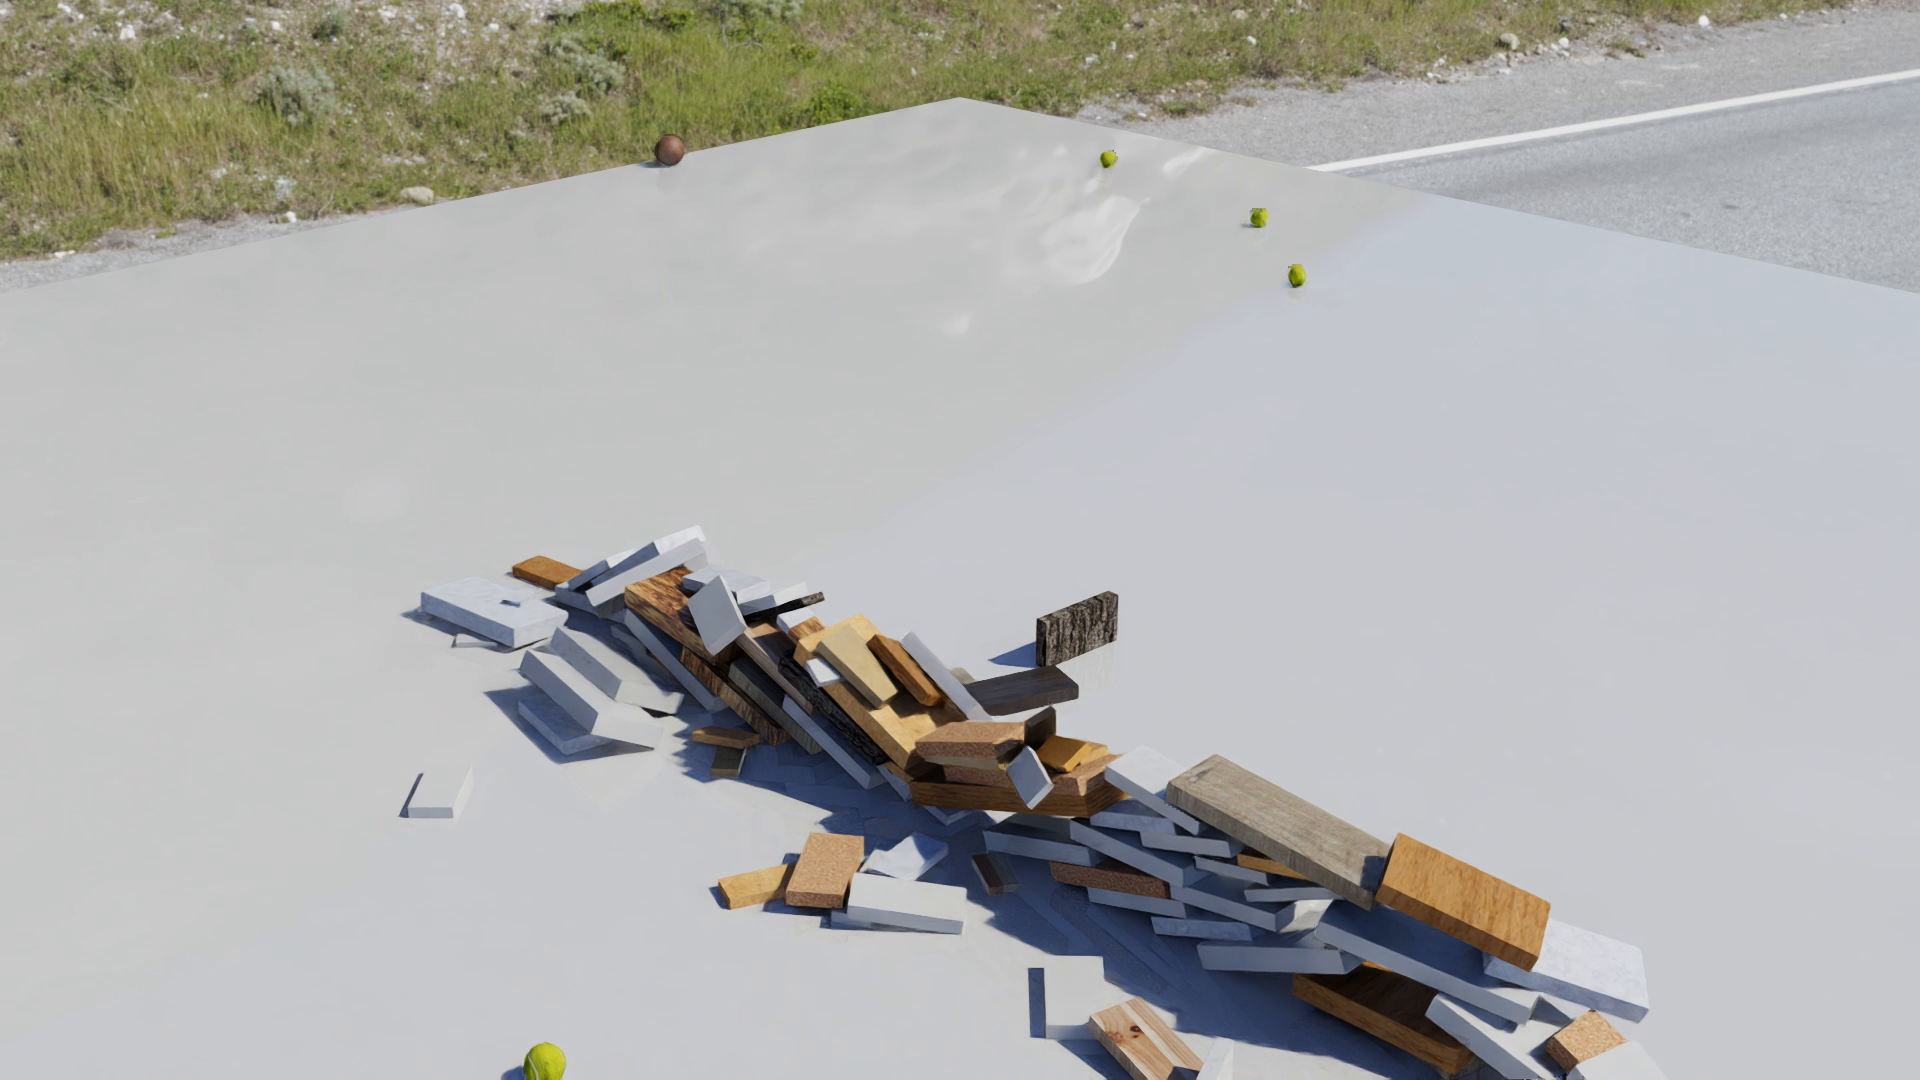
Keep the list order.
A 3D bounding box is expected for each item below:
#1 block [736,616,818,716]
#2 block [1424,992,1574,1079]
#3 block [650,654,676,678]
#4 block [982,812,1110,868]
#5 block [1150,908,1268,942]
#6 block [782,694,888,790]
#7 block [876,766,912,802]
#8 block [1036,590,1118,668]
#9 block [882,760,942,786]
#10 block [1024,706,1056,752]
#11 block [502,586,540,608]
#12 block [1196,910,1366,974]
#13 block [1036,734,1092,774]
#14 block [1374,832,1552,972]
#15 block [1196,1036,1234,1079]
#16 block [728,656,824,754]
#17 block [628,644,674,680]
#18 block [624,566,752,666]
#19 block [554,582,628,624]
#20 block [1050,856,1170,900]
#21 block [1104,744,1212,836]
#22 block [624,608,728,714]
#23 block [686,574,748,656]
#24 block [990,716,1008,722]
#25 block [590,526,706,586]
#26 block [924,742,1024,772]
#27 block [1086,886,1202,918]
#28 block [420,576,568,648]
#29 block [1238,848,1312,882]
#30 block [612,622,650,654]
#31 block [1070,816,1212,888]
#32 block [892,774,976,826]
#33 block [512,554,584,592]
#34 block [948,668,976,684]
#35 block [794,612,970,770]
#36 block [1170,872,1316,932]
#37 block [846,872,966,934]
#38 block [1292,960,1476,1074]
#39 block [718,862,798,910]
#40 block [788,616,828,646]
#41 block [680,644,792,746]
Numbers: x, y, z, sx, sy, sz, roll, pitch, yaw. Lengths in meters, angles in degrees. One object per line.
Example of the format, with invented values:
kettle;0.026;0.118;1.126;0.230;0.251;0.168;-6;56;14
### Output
block;-0.343;0.263;4.734;0.143;0.040;0.285;-17;42;-36
block;0.944;0.829;3.608;0.325;0.046;0.162;36;39;26
block;-0.612;0.286;5.003;0.091;0.026;0.182;-21;43;-39
block;0.195;0.572;4.263;0.142;0.040;0.283;-22;15;-40
block;0.475;0.683;3.997;0.119;0.034;0.238;-22;9;-40
block;-0.230;0.403;4.648;0.143;0.040;0.285;-20;48;-39
block;-0.130;0.460;4.553;0.083;0.024;0.166;-21;58;-40
block;0.274;0.208;5.120;0.235;0.117;0.033;-19;30;-38
block;-0.109;0.451;4.501;0.167;0.024;0.083;34;39;31
block;0.153;0.366;4.173;0.061;0.122;0.017;-29;58;-18
block;-1.056;0.137;5.284;0.047;0.013;0.095;10;20;17
block;0.593;0.707;3.875;0.162;0.046;0.325;-22;8;-41
block;0.188;0.400;4.121;0.063;0.018;0.127;-44;21;-19
block;0.829;0.595;3.622;0.273;0.039;0.136;25;38;8
block;0.394;0.897;3.511;0.030;0.105;0.210;9;25;20
block;-0.354;0.340;4.756;0.143;0.040;0.285;-22;49;-40
block;-0.683;0.267;5.098;0.091;0.026;0.182;-17;29;-35
block;-0.587;0.168;4.943;0.167;0.047;0.333;-21;37;-40
block;-0.787;0.149;5.274;0.143;0.040;0.458;-19;21;-38
block;0.321;0.613;4.140;0.283;0.040;0.142;0;17;46
block;0.381;0.452;3.988;0.219;0.031;0.109;29;37;35
block;-0.592;0.247;4.975;0.166;0.047;0.333;-21;51;-40
block;-0.533;0.164;4.814;0.096;0.027;0.192;-39;37;5
block;0.072;0.419;4.749;0.065;0.018;0.131;-1;23;-2
block;-0.743;0.049;5.229;0.143;0.040;0.285;-23;-4;-45
block;0.047;0.407;4.313;0.123;0.035;0.247;-20;11;-34
block;0.365;0.651;4.102;0.119;0.034;0.238;-22;16;-42
block;-1.117;0.170;5.272;0.334;0.047;0.167;18;23;34
block;0.574;0.556;3.835;0.082;0.023;0.165;-21;17;-40
block;-0.733;0.221;5.134;0.091;0.026;0.182;-16;19;-31
block;0.355;0.556;4.083;0.142;0.040;0.283;-20;26;-38
block;-0.053;0.510;4.474;0.083;0.024;0.167;-21;46;-40
block;-1.030;0.085;5.528;0.181;0.026;0.090;17;29;35
block;-0.059;0.332;4.946;0.182;0.026;0.091;-10;25;-22
block;-0.160;0.307;4.507;0.176;0.050;0.352;-23;56;-40
block;0.506;0.634;3.941;0.119;0.034;0.238;-22;22;-41
block;-0.098;0.675;4.090;0.214;0.030;0.107;8;25;0
block;0.749;0.788;3.753;0.325;0.046;0.162;21;30;39
block;-0.373;0.657;4.183;0.158;0.022;0.079;-9;25;-21
block;-0.283;0.227;4.602;0.151;0.021;0.076;41;44;23
block;-0.446;0.315;4.844;0.166;0.047;0.333;-21;46;-40
